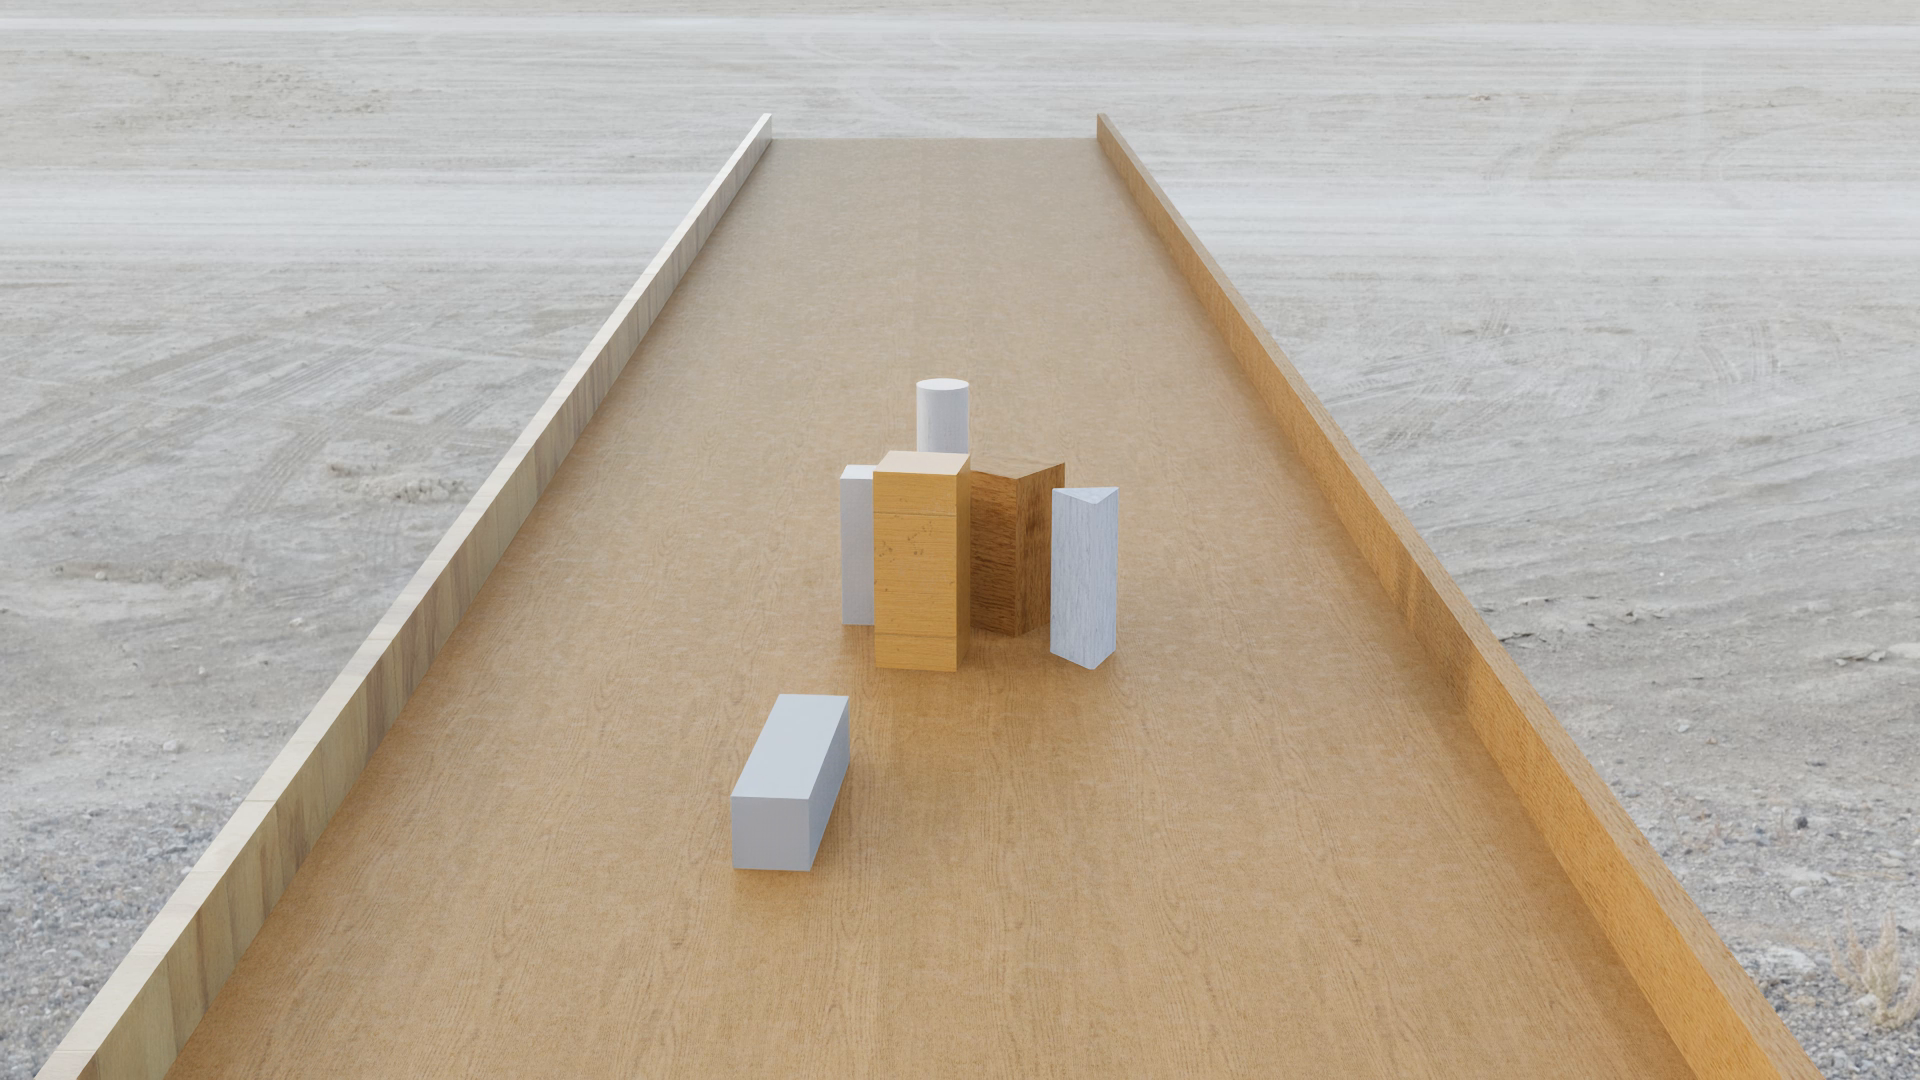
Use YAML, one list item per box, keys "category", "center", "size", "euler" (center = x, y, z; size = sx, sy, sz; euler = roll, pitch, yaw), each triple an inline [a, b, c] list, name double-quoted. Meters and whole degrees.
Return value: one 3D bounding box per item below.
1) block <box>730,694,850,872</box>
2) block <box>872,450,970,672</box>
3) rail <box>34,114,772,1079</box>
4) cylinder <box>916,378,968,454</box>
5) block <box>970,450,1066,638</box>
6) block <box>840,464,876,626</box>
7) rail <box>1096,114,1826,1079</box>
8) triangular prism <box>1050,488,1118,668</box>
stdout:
- category: "block"
  center: [-0.277, 0.397, 3.675]
  size: [0.123, 0.123, 0.457]
  euler: [1, 17, 5]
- category: "block"
  center: [-0.074, 0.041, 4.383]
  size: [0.164, 0.403, 0.164]
  euler: [3, 17, 9]
- category: "rail"
  center: [-1.118, -0.838, 7.780]
  size: [0.050, 0.150, 12.000]
  euler: [0, 17, -1]
- category: "cylinder"
  center: [-0.038, -0.125, 4.858]
  size: [0.115, 0.449, 0.115]
  euler: [0, 17, 0]
- category: "block"
  center: [0.100, 0.005, 4.614]
  size: [0.169, 0.339, 0.169]
  euler: [13, 21, 36]
- category: "block"
  center: [-0.188, 0.011, 4.633]
  size: [0.111, 0.318, 0.111]
  euler: [1, 17, 5]
- category: "rail"
  center: [0.932, -0.844, 7.801]
  size: [0.050, 0.150, 12.000]
  euler: [0, 17, -1]
- category: "triangular prism"
  center: [0.269, 0.068, 4.399]
  size: [0.115, 0.342, 0.132]
  euler: [-12, 20, -34]
